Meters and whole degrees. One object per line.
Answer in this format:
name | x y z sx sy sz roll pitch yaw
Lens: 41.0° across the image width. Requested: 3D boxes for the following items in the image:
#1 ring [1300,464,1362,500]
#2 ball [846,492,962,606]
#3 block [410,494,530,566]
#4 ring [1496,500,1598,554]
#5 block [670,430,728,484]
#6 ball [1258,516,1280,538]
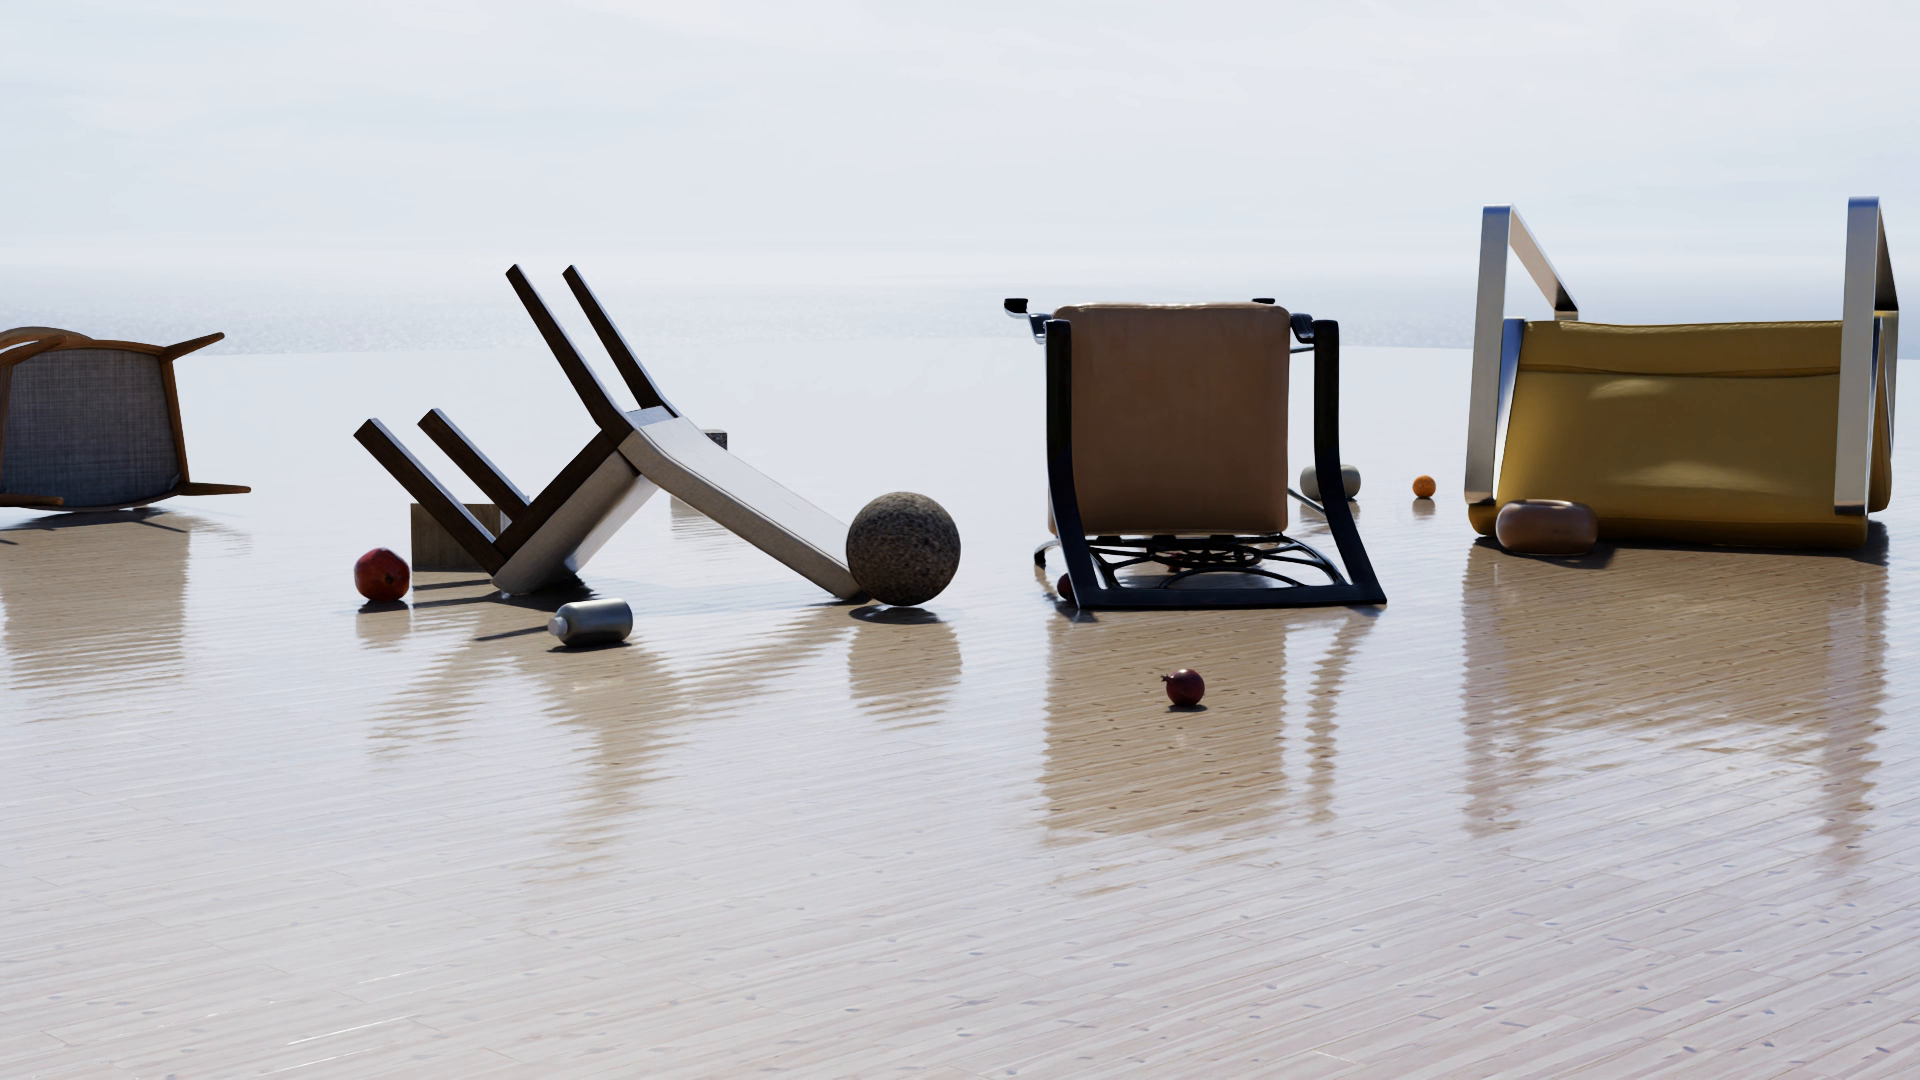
ring | 1.103 -0.174 7.642 0.180 0.096 0.191 3 8 34
ball | -0.113 0.018 5.113 0.231 0.231 0.231 0 6 0
block | -1.136 -0.025 5.964 0.210 0.142 0.244 1 6 6
ring | 1.406 -0.030 6.145 0.242 0.118 0.231 1 7 -4
block | -0.842 -0.271 8.263 0.166 0.159 0.203 -1 6 -12
ball | 0.776 -0.032 6.443 0.057 0.057 0.057 0 6 0
